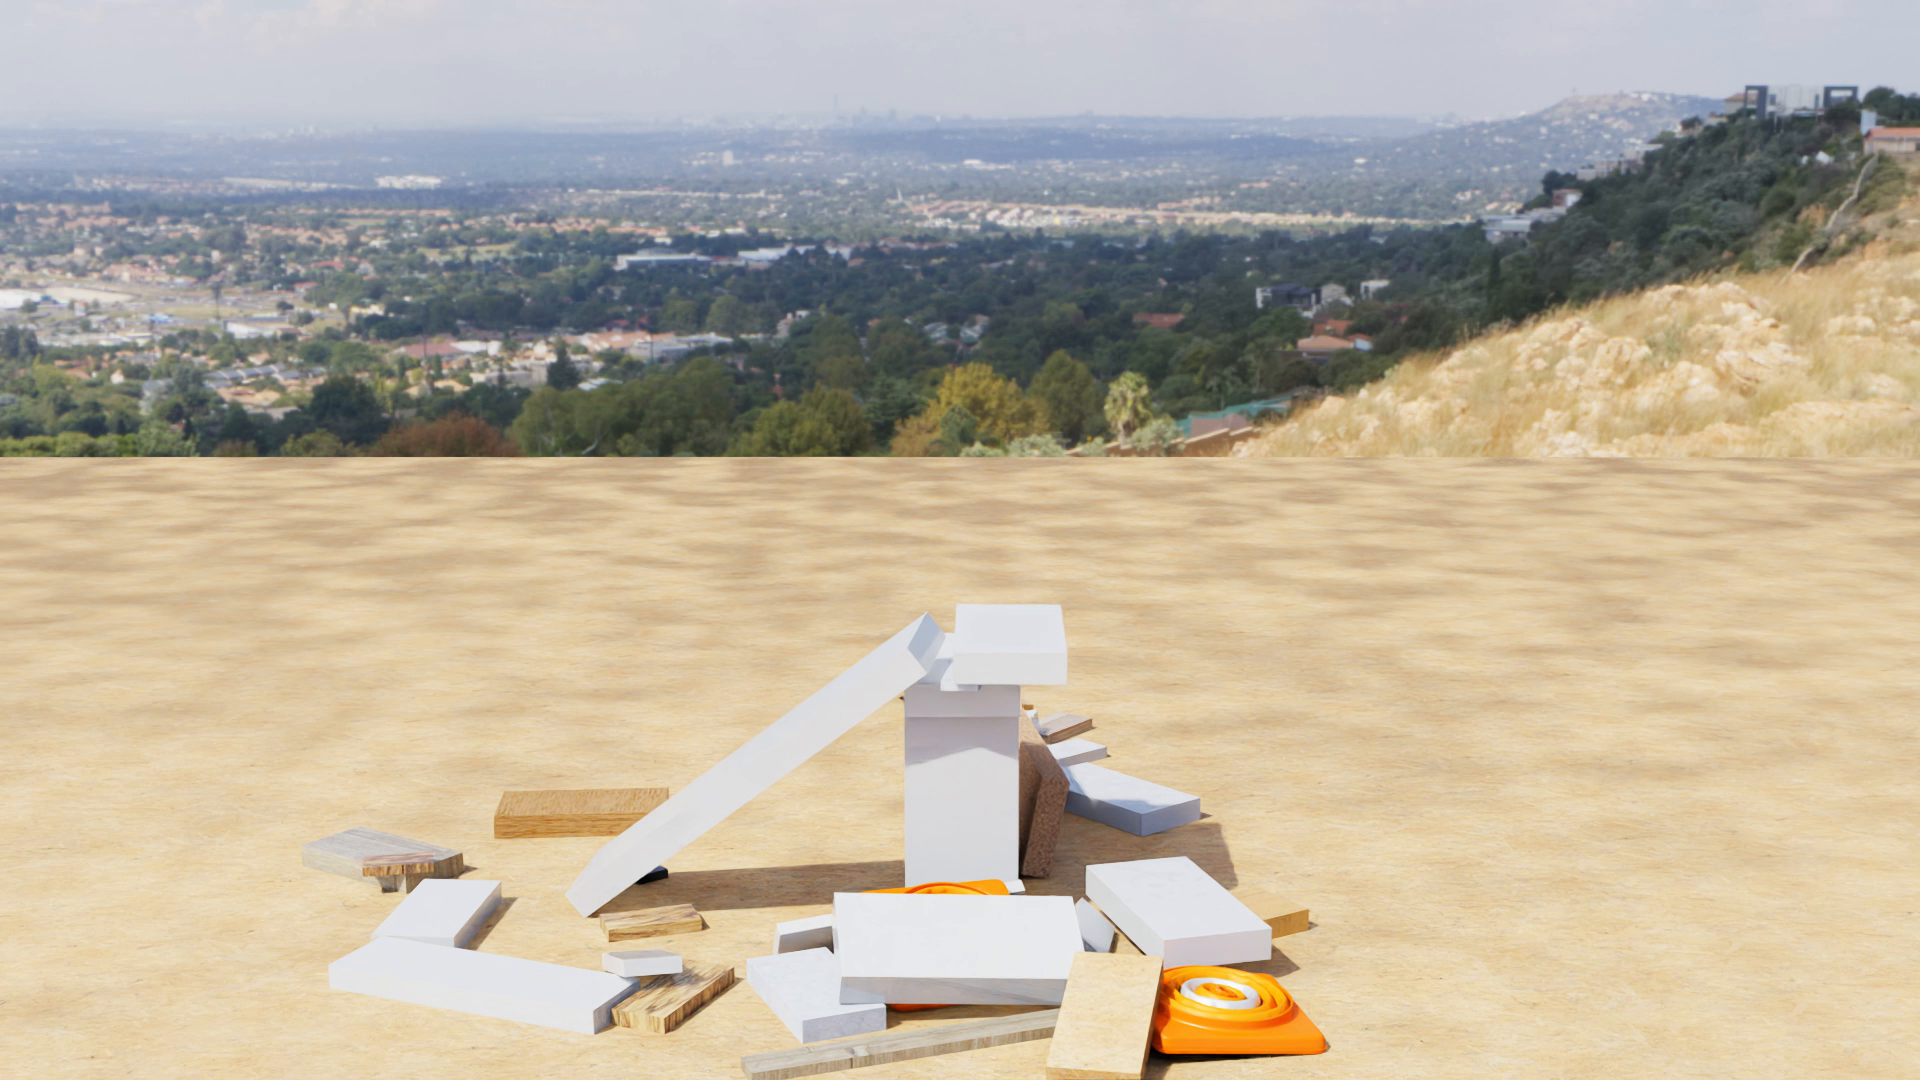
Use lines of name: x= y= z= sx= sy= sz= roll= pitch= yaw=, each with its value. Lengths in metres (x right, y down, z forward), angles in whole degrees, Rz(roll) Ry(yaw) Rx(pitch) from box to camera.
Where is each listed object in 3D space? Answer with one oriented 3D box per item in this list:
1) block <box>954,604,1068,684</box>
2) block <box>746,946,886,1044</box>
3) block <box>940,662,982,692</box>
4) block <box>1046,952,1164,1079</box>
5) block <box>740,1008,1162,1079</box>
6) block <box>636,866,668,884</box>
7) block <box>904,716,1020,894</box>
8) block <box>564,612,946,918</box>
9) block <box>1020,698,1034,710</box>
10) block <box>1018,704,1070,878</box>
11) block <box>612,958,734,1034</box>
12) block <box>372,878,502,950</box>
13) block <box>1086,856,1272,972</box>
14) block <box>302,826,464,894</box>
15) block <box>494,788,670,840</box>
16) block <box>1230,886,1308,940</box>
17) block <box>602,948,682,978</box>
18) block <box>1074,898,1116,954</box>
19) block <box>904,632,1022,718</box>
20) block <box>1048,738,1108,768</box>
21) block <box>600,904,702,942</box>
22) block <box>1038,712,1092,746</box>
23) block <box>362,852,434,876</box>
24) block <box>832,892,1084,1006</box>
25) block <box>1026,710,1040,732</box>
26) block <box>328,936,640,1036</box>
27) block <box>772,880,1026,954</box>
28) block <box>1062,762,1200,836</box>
block: x=0.078 y=0.163 z=3.496 sx=0.172 sy=0.049 sz=0.345 roll=0 pitch=11 yaw=1
block: x=-0.211 y=0.659 z=3.197 sx=0.126 sy=0.036 sz=0.251 roll=-4 pitch=11 yaw=-23
block: x=0.007 y=0.213 z=3.408 sx=0.058 sy=0.016 sz=0.115 roll=1 pitch=11 yaw=7
block: x=0.201 y=0.658 z=3.012 sx=0.126 sy=0.036 sz=0.251 roll=1 pitch=27 yaw=12
block: x=-0.005 y=0.694 z=3.064 sx=0.605 sy=0.016 sz=0.057 roll=-4 pitch=11 yaw=-20
block: x=-0.555 y=0.563 z=3.771 sx=0.057 sy=0.016 sz=0.114 roll=-9 pitch=14 yaw=-39
block: x=0.002 y=0.439 z=3.499 sx=0.180 sy=0.359 sz=0.051 roll=0 pitch=11 yaw=-1
block: x=-0.330 y=0.363 z=3.528 sx=0.723 sy=0.050 sz=0.178 roll=-36 pitch=7 yaw=17
block: x=-0.008 y=0.332 z=4.796 sx=0.178 sy=0.050 sz=0.356 roll=3 pitch=11 yaw=-29
block: x=0.109 y=0.439 z=3.992 sx=0.049 sy=0.172 sz=0.549 roll=10 pitch=9 yaw=-9
block: x=-0.416 y=0.664 z=3.206 sx=0.085 sy=0.024 sz=0.209 roll=4 pitch=11 yaw=22
block: x=-0.830 y=0.602 z=3.504 sx=0.130 sy=0.037 sz=0.259 roll=1 pitch=11 yaw=4
block: x=0.334 y=0.576 z=3.417 sx=0.172 sy=0.049 sz=0.345 roll=-3 pitch=11 yaw=-16
block: x=-0.995 y=0.549 z=3.787 sx=0.259 sy=0.037 sz=0.130 roll=7 pitch=13 yaw=33
block: x=-0.691 y=0.500 z=4.034 sx=0.304 sy=0.043 sz=0.152 roll=-1 pitch=11 yaw=-4
block: x=0.415 y=0.606 z=3.483 sx=0.251 sy=0.036 sz=0.126 roll=-7 pitch=12 yaw=-32
block: x=-0.473 y=0.627 z=3.263 sx=0.085 sy=0.024 sz=0.171 roll=-1 pitch=-6 yaw=-20
block: x=0.201 y=0.608 z=3.406 sx=0.071 sy=0.020 sz=0.141 roll=42 pitch=14 yaw=0
block: x=0.010 y=0.216 z=3.573 sx=0.180 sy=0.051 sz=0.359 roll=0 pitch=11 yaw=2
block: x=0.207 y=0.435 z=4.437 sx=0.170 sy=0.024 sz=0.085 roll=-9 pitch=14 yaw=-41
block: x=-0.493 y=0.610 z=3.504 sx=0.148 sy=0.021 sz=0.074 roll=-4 pitch=11 yaw=-19
block: x=0.197 y=0.398 z=4.635 sx=0.085 sy=0.024 sz=0.170 roll=8 pitch=13 yaw=36
block: x=-0.940 y=0.542 z=3.680 sx=0.114 sy=0.016 sz=0.057 roll=-3 pitch=11 yaw=-14
block: x=-0.002 y=0.593 z=3.195 sx=0.356 sy=0.050 sz=0.178 roll=2 pitch=31 yaw=-9
block: x=0.059 y=0.412 z=4.433 sx=0.152 sy=0.043 sz=0.304 roll=-8 pitch=9 yaw=13
block: x=-0.701 y=0.652 z=3.234 sx=0.454 sy=0.037 sz=0.130 roll=4 pitch=11 yaw=22
block: x=-0.093 y=0.590 z=3.407 sx=0.397 sy=0.074 sz=0.021 roll=-7 pitch=47 yaw=-19
block: x=0.287 y=0.484 z=4.122 sx=0.152 sy=0.043 sz=0.304 roll=-9 pitch=14 yaw=-40
